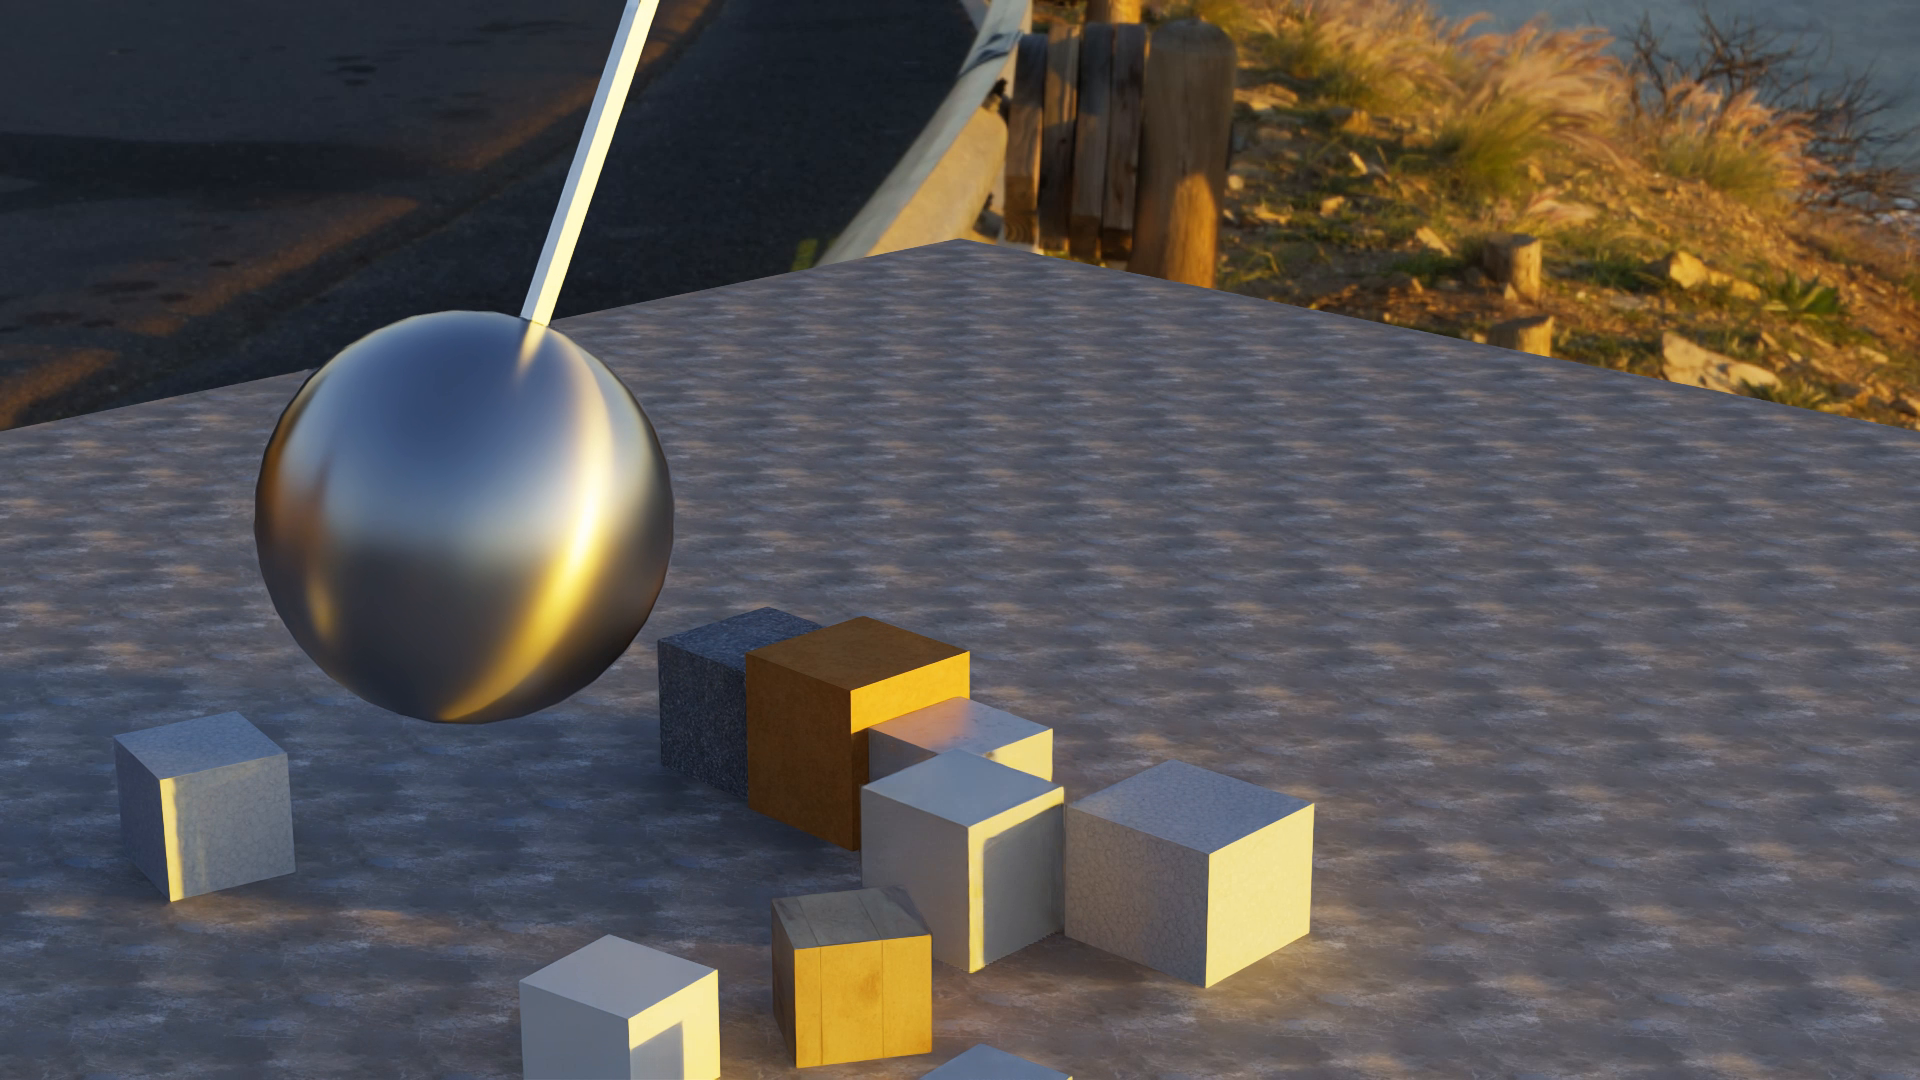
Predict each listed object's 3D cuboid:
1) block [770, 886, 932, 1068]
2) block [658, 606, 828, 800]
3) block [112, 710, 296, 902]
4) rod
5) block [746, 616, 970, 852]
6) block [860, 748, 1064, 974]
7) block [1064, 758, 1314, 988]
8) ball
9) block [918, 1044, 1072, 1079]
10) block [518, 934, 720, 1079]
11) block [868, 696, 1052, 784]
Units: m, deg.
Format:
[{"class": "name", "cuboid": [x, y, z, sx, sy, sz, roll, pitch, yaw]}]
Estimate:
[{"class": "block", "cuboid": [-0.443, 1.762, 11.875, 0.553, 0.517, 0.496, -4, 18, -14]}, {"class": "block", "cuboid": [-0.990, 0.813, 14.644, 0.730, 0.669, 0.717, -17, 24, -42]}, {"class": "block", "cuboid": [-3.481, 1.214, 13.503, 0.591, 0.586, 0.652, -11, 21, -32]}, {"class": "rod", "cuboid": [-0.825, -3.309, 11.437, 0.080, 5.200, 0.080, 17, -3, 42]}, {"class": "block", "cuboid": [-0.489, 0.915, 14.098, 0.770, 0.800, 0.739, -17, 24, -42]}, {"class": "block", "cuboid": [0.013, 1.387, 12.787, 0.644, 0.676, 0.600, 16, 24, 41]}, {"class": "block", "cuboid": [0.994, 1.435, 12.759, 0.778, 0.612, 0.741, 15, 23, 40]}, {"class": "ball", "cuboid": [-1.904, -0.087, 11.318, 1.600, 1.600, 1.600, 0, 17, 0]}, {"class": "block", "cuboid": [0.110, 2.165, 10.851, 0.432, 0.362, 0.434, 13, 22, 37]}, {"class": "block", "cuboid": [-1.330, 1.915, 11.481, 0.565, 0.462, 0.520, 12, 21, 33]}, {"class": "block", "cuboid": [0.002, 1.155, 13.676, 0.595, 0.595, 0.611, -16, 24, -42]}]
